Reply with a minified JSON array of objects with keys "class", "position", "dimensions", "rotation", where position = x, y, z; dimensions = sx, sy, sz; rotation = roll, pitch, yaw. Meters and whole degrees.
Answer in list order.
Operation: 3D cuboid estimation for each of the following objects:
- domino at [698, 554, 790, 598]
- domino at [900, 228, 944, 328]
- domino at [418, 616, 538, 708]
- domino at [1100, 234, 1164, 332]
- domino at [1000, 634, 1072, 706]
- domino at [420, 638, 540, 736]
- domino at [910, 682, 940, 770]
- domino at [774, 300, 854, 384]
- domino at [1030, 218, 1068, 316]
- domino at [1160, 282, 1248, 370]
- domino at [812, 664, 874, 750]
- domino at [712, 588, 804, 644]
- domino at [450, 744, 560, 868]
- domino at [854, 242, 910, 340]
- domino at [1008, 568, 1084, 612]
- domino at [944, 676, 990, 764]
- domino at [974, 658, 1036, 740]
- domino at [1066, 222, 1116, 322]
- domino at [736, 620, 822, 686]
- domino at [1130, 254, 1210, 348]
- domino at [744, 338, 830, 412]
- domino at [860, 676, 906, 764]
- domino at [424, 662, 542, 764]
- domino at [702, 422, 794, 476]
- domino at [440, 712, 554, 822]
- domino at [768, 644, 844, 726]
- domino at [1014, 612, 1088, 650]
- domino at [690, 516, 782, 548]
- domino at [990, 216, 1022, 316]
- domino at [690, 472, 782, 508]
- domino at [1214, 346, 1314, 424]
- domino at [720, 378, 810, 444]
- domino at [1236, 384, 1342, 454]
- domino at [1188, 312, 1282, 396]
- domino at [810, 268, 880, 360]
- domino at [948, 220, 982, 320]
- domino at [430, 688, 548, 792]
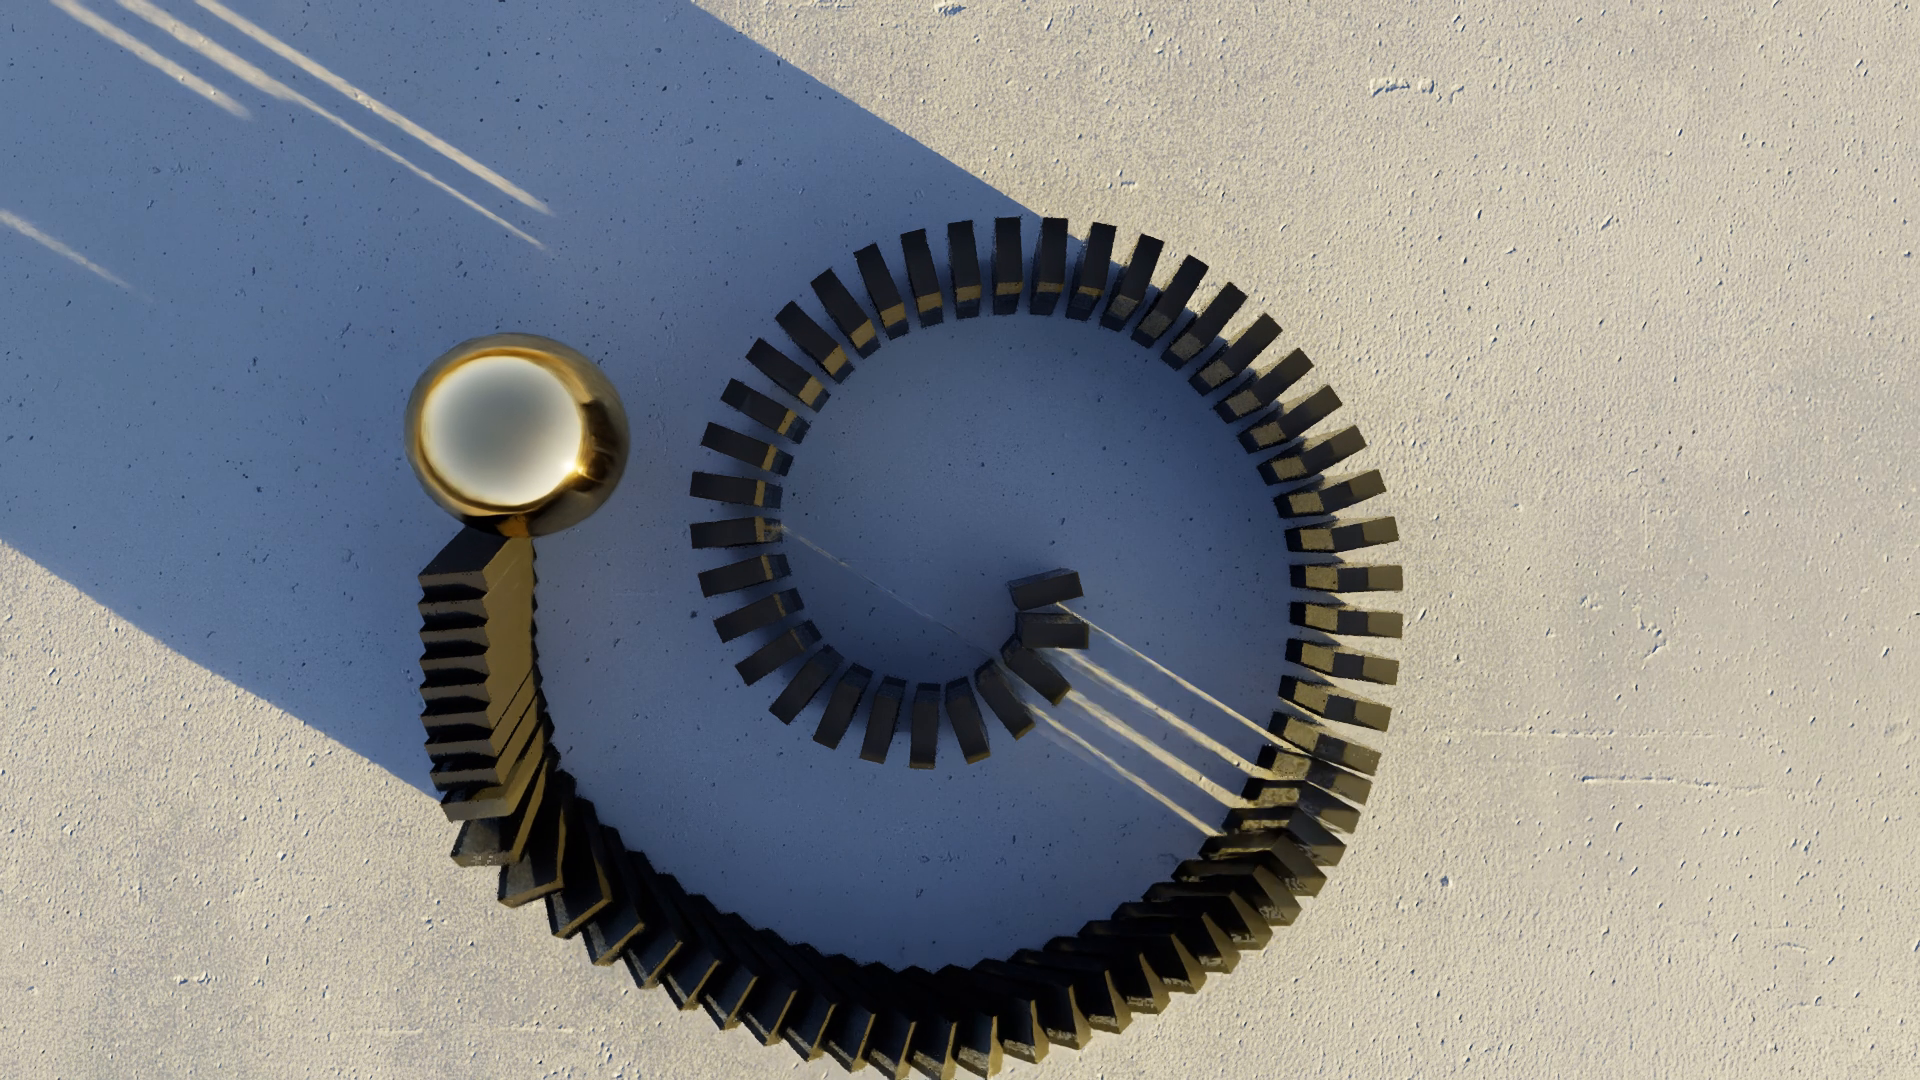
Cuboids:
[{"class":"domino","position":[-0.087,0.014,0.375],"dimensions":[0.025,0.050,0.010],"rotation":[-16,90,0]},{"class":"domino","position":[-0.015,-0.106,0.375],"dimensions":[0.010,0.050,0.025],"rotation":[-15,90,0]},{"class":"domino","position":[-0.196,0.048,0.376],"dimensions":[0.025,0.050,0.010],"rotation":[-5,118,0]},{"class":"domino","position":[0.069,-0.104,0.375],"dimensions":[0.010,0.050,0.025],"rotation":[20,90,0]},{"class":"domino","position":[0.030,0.052,0.375],"dimensions":[0.025,0.050,0.010],"rotation":[39,90,0]},{"class":"domino","position":[-0.195,0.059,0.376],"dimensions":[0.025,0.050,0.010],"rotation":[-5,118,0]},{"class":"domino","position":[-0.014,0.075,0.375],"dimensions":[0.009,0.050,0.025],"rotation":[3,90,0]},{"class":"domino","position":[-0.059,-0.080,0.375],"dimensions":[0.025,0.050,0.010],"rotation":[43,90,0]},{"class":"domino","position":[0.036,-0.111,0.375],"dimensions":[0.009,0.050,0.025],"rotation":[4,90,0]},{"class":"domino","position":[0.099,-0.086,0.375],"dimensions":[0.010,0.050,0.025],"rotation":[39,90,0]},{"class":"domino","position":[-0.047,0.067,0.375],"dimensions":[0.009,0.050,0.025],"rotation":[24,90,0]},{"class":"domino","position":[-0.081,0.030,0.375],"dimensions":[0.025,0.050,0.010],"rotation":[-24,90,0]},{"class":"domino","position":[-0.186,0.108,0.378],"dimensions":[0.025,0.050,0.010],"rotation":[-4,133,4]},{"class":"domino","position":[-0.031,-0.100,0.375],"dimensions":[0.009,0.050,0.025],"rotation":[-24,90,0]},{"class":"domino","position":[0.034,0.020,0.375],"dimensions":[0.025,0.050,0.009],"rotation":[-14,90,0]},{"class":"domino","position":[0.003,0.073,0.375],"dimensions":[0.010,0.050,0.025],"rotation":[-21,90,0]},{"class":"domino","position":[0.018,0.064,0.375],"dimensions":[0.009,0.050,0.025],"rotation":[-38,90,0]},{"class":"domino","position":[0.053,-0.109,0.375],"dimensions":[0.009,0.050,0.025],"rotation":[11,90,0]},{"class":"domino","position":[-0.073,0.045,0.375],"dimensions":[0.025,0.050,0.009],"rotation":[-33,90,0]},{"class":"domino","position":[0.085,-0.096,0.375],"dimensions":[0.010,0.050,0.025],"rotation":[32,90,0]},{"class":"domino","position":[-0.069,-0.066,0.375],"dimensions":[0.025,0.050,0.010],"rotation":[36,90,0]},{"class":"domino","position":[-0.031,0.072,0.375],"dimensions":[0.010,0.050,0.025],"rotation":[14,90,0]},{"class":"domino","position":[-0.194,0.070,0.376],"dimensions":[0.025,0.050,0.009],"rotation":[-5,118,0]},{"class":"domino","position":[-0.086,-0.036,0.375],"dimensions":[0.025,0.050,0.009],"rotation":[21,90,0]},{"class":"domino","position":[-0.188,0.092,0.376],"dimensions":[0.025,0.050,0.010],"rotation":[-6,120,0]},{"class":"domino","position":[-0.062,0.058,0.375],"dimensions":[0.009,0.050,0.025],"rotation":[39,90,0]},{"class":"domino","position":[0.037,0.037,0.375],"dimensions":[0.025,0.050,0.009],"rotation":[2,90,0]},{"class":"domino","position":[-0.090,-0.003,0.375],"dimensions":[0.025,0.050,0.009],"rotation":[-6,90,0]},{"class":"domino","position":[0.019,-0.111,0.375],"dimensions":[0.009,0.050,0.025],"rotation":[-2,90,0]},{"class":"domino","position":[-0.090,-0.020,0.375],"dimensions":[0.025,0.050,0.010],"rotation":[8,90,0]},{"class":"domino","position":[0.123,-0.062,0.375],"dimensions":[0.025,0.050,0.009],"rotation":[-40,90,0]},{"class":"domino","position":[-0.079,-0.052,0.375],"dimensions":[0.025,0.050,0.009],"rotation":[29,90,0]},{"class":"domino","position":[0.133,-0.049,0.375],"dimensions":[0.025,0.050,0.010],"rotation":[-35,90,0]},{"class":"domino","position":[0.111,-0.075,0.375],"dimensions":[0.009,0.050,0.025],"rotation":[45,90,0]},{"class":"domino","position":[-0.046,-0.091,0.375],"dimensions":[0.009,0.050,0.025],"rotation":[-38,90,0]},{"class":"domino","position":[0.002,-0.109,0.375],"dimensions":[0.009,0.050,0.025],"rotation":[-8,90,0]},{"class":"domino","position":[-0.192,0.081,0.376],"dimensions":[0.025,0.050,0.009],"rotation":[-5,119,0]}]
